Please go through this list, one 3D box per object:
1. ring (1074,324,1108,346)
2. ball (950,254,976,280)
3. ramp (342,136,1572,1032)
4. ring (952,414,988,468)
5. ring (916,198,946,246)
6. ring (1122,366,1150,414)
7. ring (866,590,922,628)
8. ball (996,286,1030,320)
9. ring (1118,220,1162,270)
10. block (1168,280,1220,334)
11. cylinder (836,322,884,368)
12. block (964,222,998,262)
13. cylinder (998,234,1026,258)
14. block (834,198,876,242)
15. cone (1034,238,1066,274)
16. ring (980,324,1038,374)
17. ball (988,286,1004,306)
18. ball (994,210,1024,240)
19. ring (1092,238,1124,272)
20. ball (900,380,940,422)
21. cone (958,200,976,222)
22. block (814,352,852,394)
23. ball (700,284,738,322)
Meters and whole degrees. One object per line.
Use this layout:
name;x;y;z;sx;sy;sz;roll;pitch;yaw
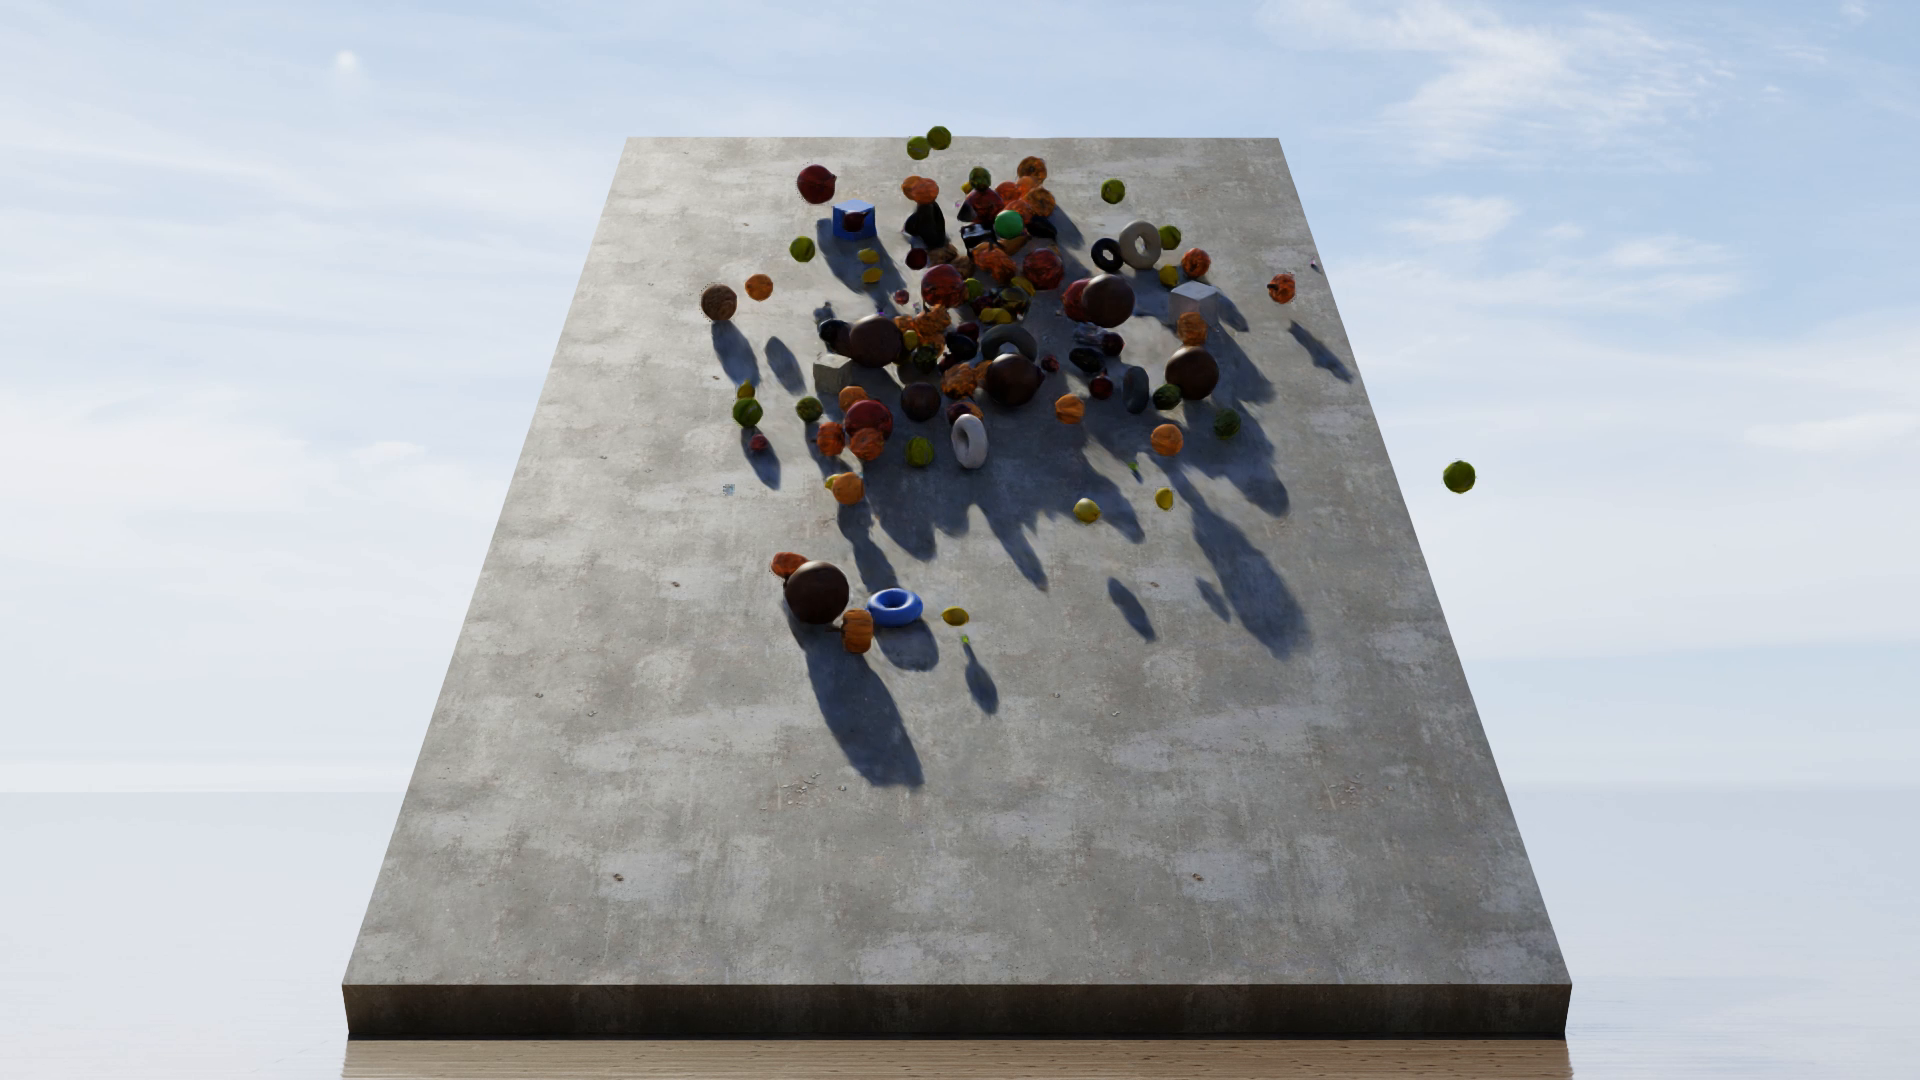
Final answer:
ring;0.331;-0.519;6.087;0.091;0.030;0.091;1;30;-1
ball;0.008;-0.727;6.417;0.067;0.067;0.067;0;-6;0
ramp;-0.013;-0.215;5.676;2.000;0.100;4.000;0;29;0
ring;0.023;-0.224;5.462;0.042;0.126;0.126;-10;-1;-27
ring;-0.080;-0.872;6.606;0.045;0.135;0.135;-9;-9;22
ring;0.414;-0.353;5.667;0.038;0.115;0.115;1;-6;-16
ring;-0.134;0.139;4.905;0.116;0.039;0.116;-2;30;1
ball;0.136;-0.608;6.182;0.091;0.091;0.091;0;-6;0
ring;0.486;-0.794;6.484;0.136;0.136;0.045;4;-2;-34
block;0.601;-0.597;6.164;0.092;0.092;0.092;24;37;36
cylinder;-0.248;-0.484;5.962;0.088;0.088;0.088;31;15;38
block;0.057;-0.808;6.535;0.077;0.077;0.077;-11;28;9
cylinder;0.138;-0.787;6.374;0.055;0.055;0.055;-42;-3;-6
block;-0.293;-0.888;6.685;0.084;0.084;0.084;26;38;38
cone;0.248;-0.770;6.449;0.090;0.090;0.090;10;17;-3
ring;0.119;-0.463;5.841;0.139;0.139;0.046;-1;38;13
ball;0.101;-0.637;6.272;0.053;0.053;0.053;0;-6;0
ball;0.128;-0.824;6.288;0.077;0.077;0.077;0;-6;0
ring;0.399;-0.768;6.483;0.098;0.098;0.033;2;-19;-21
ball;-0.094;-0.328;5.677;0.096;0.096;0.096;0;-6;0
cone;0.017;-0.910;6.600;0.055;0.055;0.055;-1;-41;6
block;-0.307;-0.404;5.839;0.068;0.068;0.068;15;33;25
ball;-0.618;-0.609;6.176;0.094;0.094;0.094;0;-6;0
